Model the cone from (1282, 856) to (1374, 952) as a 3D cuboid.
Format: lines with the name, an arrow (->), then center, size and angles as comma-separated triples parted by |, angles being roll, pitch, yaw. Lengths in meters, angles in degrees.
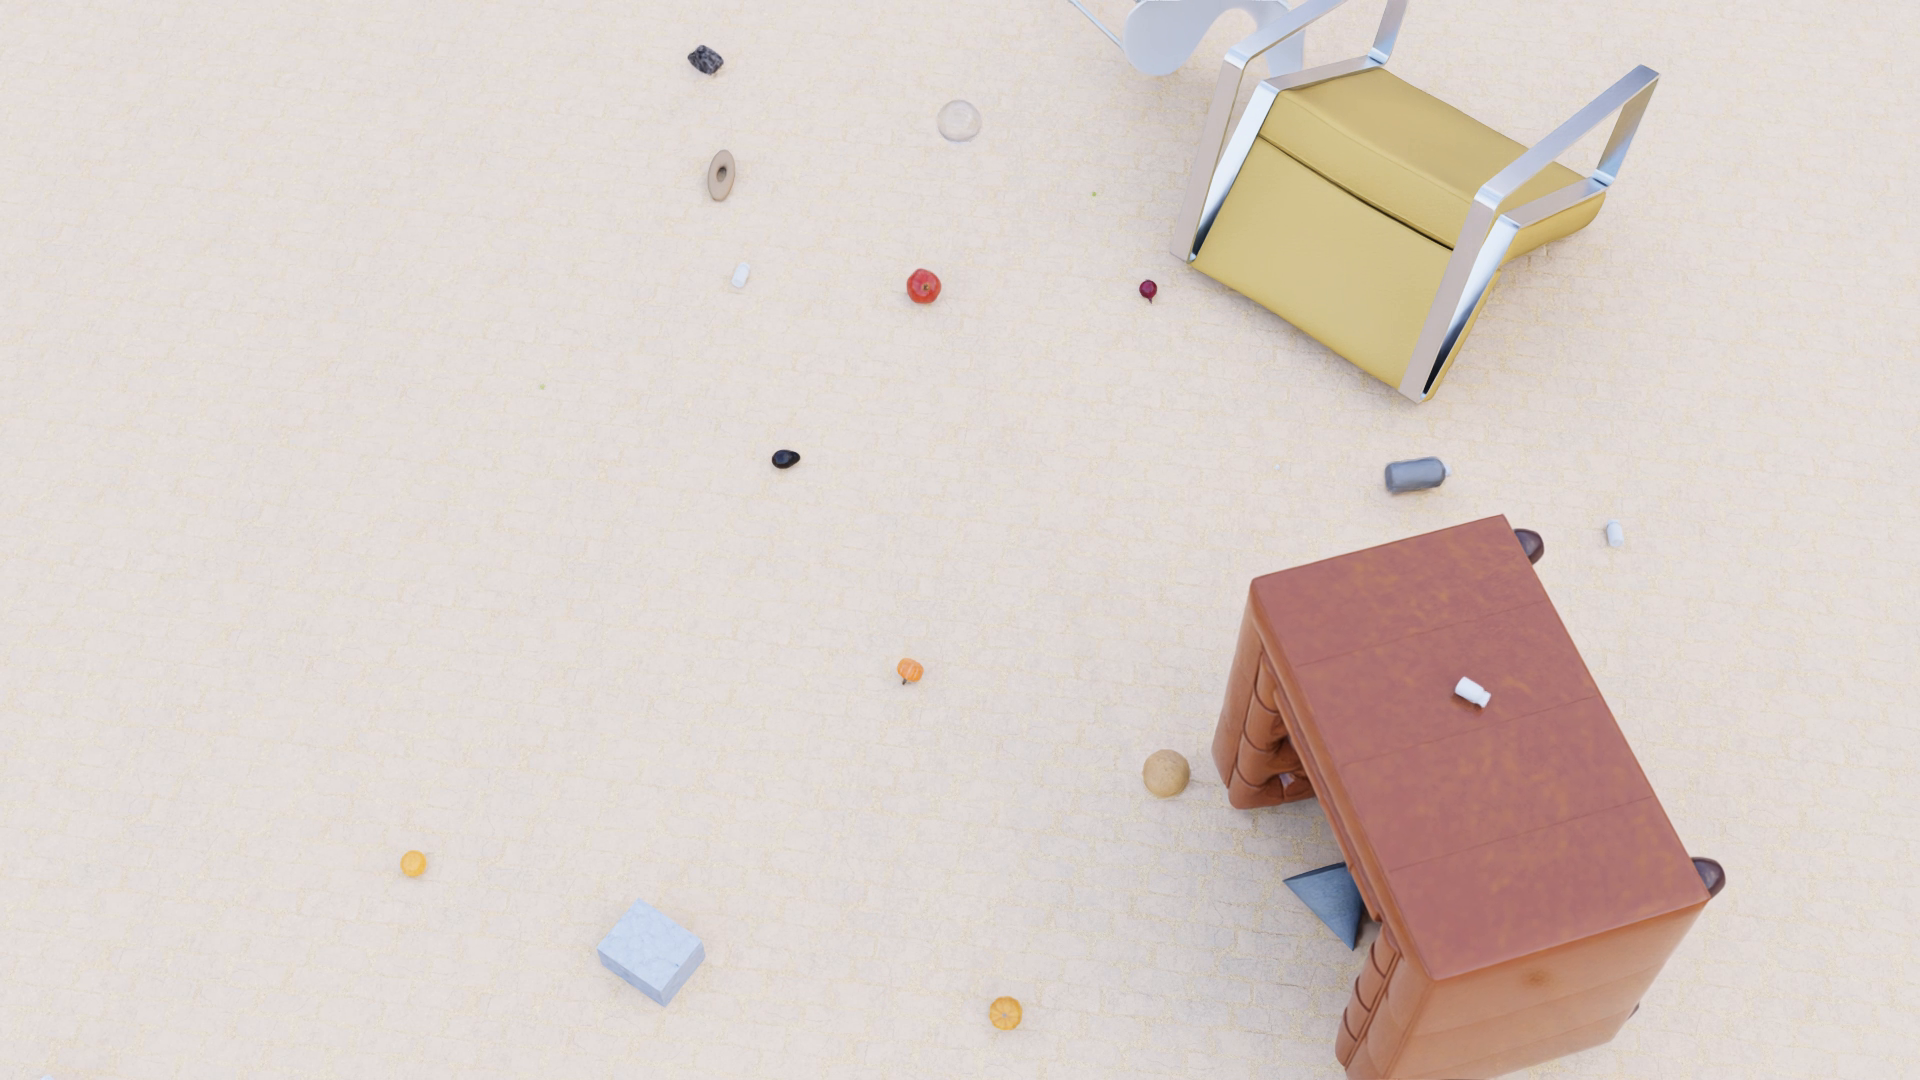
cone -> 1.013, 0.985, 5.854 | 0.255, 0.213, 0.228 | -17, 83, 8

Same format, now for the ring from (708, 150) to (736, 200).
ring -> -0.799, -1.224, 7.368 | 0.089, 0.045, 0.221 | 3, 57, 0

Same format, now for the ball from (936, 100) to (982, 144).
ball -> -0.003, -1.414, 7.432 | 0.150, 0.150, 0.150 | 0, 56, 0

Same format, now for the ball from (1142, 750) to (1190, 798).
ball -> 0.569, 0.643, 6.062 | 0.133, 0.133, 0.133 | 0, 56, 0

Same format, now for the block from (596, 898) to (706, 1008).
block -> -0.810, 1.084, 5.779 | 0.213, 0.112, 0.173 | 30, 61, 18

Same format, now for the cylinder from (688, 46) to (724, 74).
cylinder -> -0.885, -1.671, 7.657 | 0.116, 0.062, 0.061 | 33, 62, 19
